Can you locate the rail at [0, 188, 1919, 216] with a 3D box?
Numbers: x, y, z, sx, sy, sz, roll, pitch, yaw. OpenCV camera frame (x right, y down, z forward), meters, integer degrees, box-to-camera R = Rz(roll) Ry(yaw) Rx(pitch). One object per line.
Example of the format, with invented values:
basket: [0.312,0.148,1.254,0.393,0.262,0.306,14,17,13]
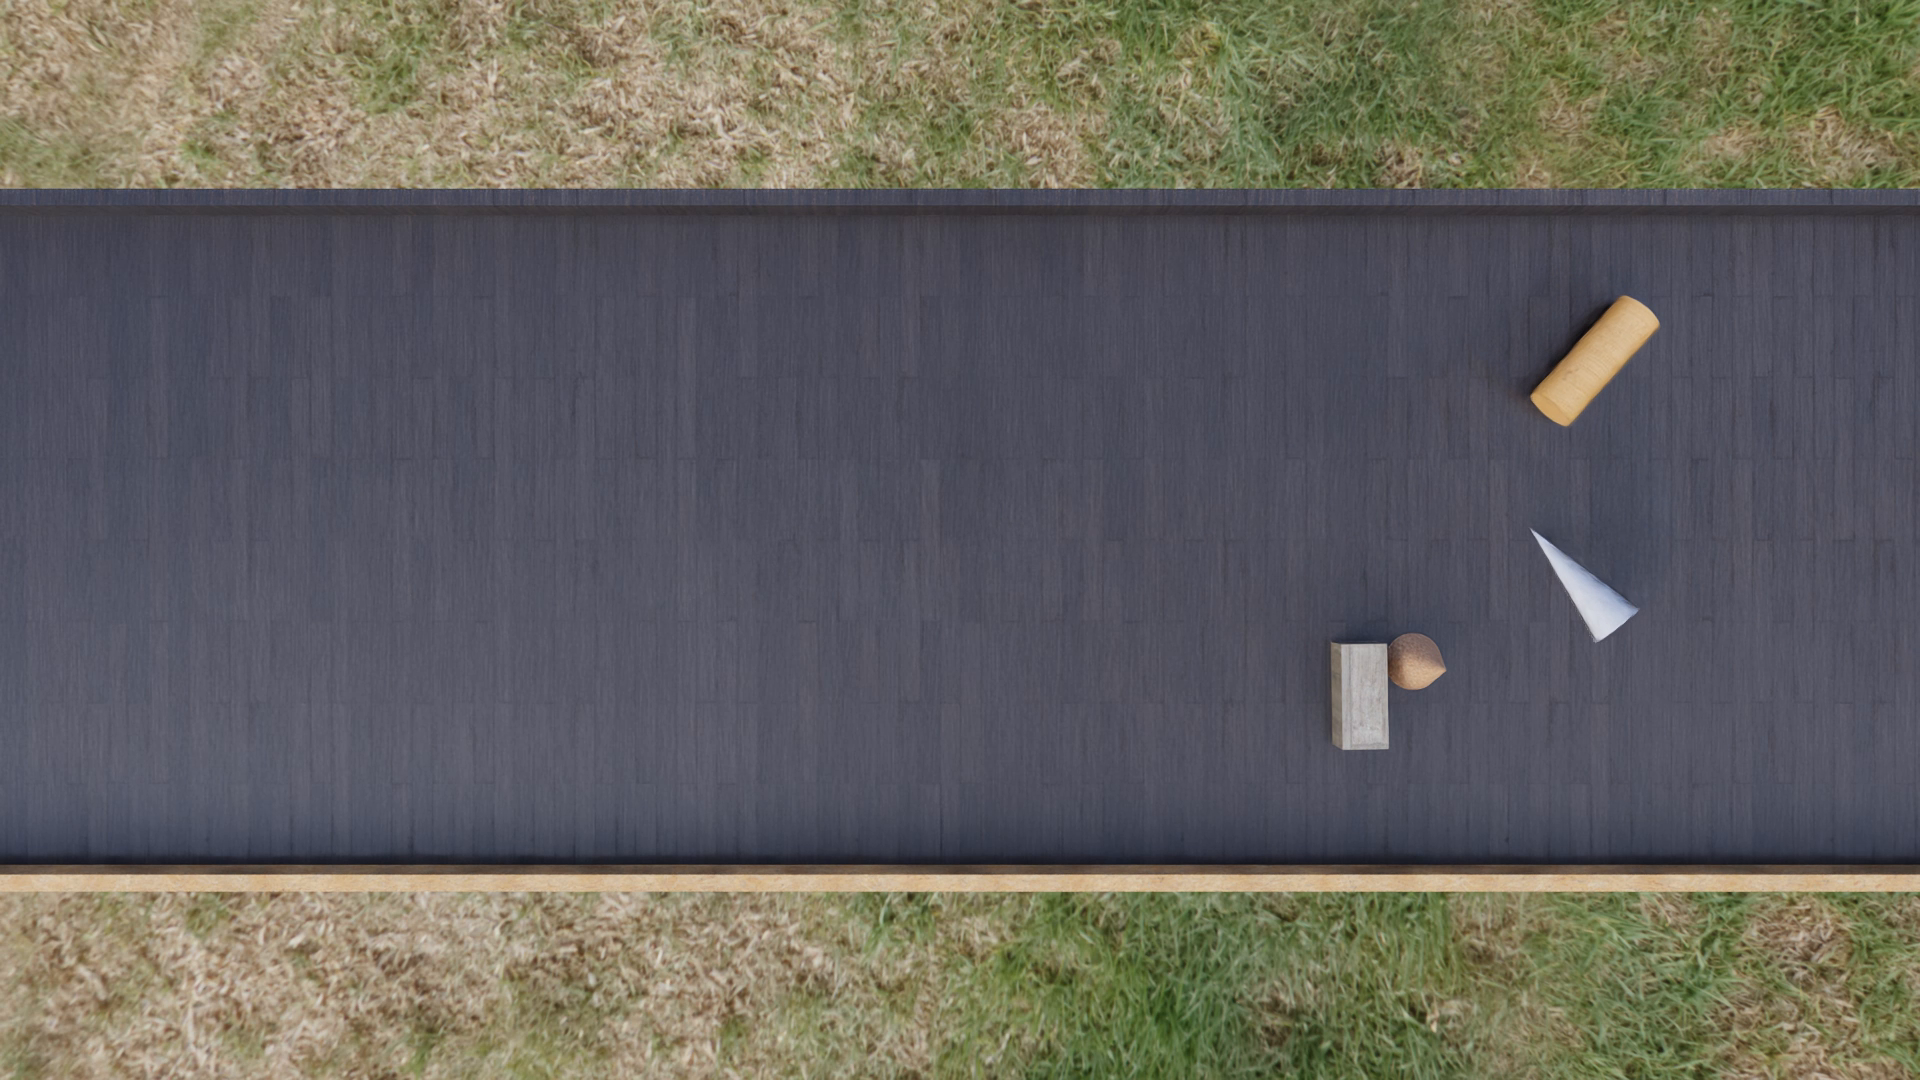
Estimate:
rail: [-2.247,-1.025,5.002,12.000,0.150,0.050,0,90,0]

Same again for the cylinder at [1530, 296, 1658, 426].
cylinder: [1.924,-0.543,5.004,0.147,0.147,0.400,42,90,0]

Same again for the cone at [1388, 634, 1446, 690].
cone: [1.395,0.374,4.902,0.175,0.348,0.175,0,90,0]

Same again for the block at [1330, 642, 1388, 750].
block: [1.213,0.470,5.008,0.137,0.137,0.315,-1,90,0]

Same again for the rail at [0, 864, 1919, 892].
rail: [-2.247,1.025,5.001,12.000,0.150,0.050,0,90,0]

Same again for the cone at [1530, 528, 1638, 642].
cone: [1.874,0.110,5.038,0.155,0.155,0.389,-39,79,0]
